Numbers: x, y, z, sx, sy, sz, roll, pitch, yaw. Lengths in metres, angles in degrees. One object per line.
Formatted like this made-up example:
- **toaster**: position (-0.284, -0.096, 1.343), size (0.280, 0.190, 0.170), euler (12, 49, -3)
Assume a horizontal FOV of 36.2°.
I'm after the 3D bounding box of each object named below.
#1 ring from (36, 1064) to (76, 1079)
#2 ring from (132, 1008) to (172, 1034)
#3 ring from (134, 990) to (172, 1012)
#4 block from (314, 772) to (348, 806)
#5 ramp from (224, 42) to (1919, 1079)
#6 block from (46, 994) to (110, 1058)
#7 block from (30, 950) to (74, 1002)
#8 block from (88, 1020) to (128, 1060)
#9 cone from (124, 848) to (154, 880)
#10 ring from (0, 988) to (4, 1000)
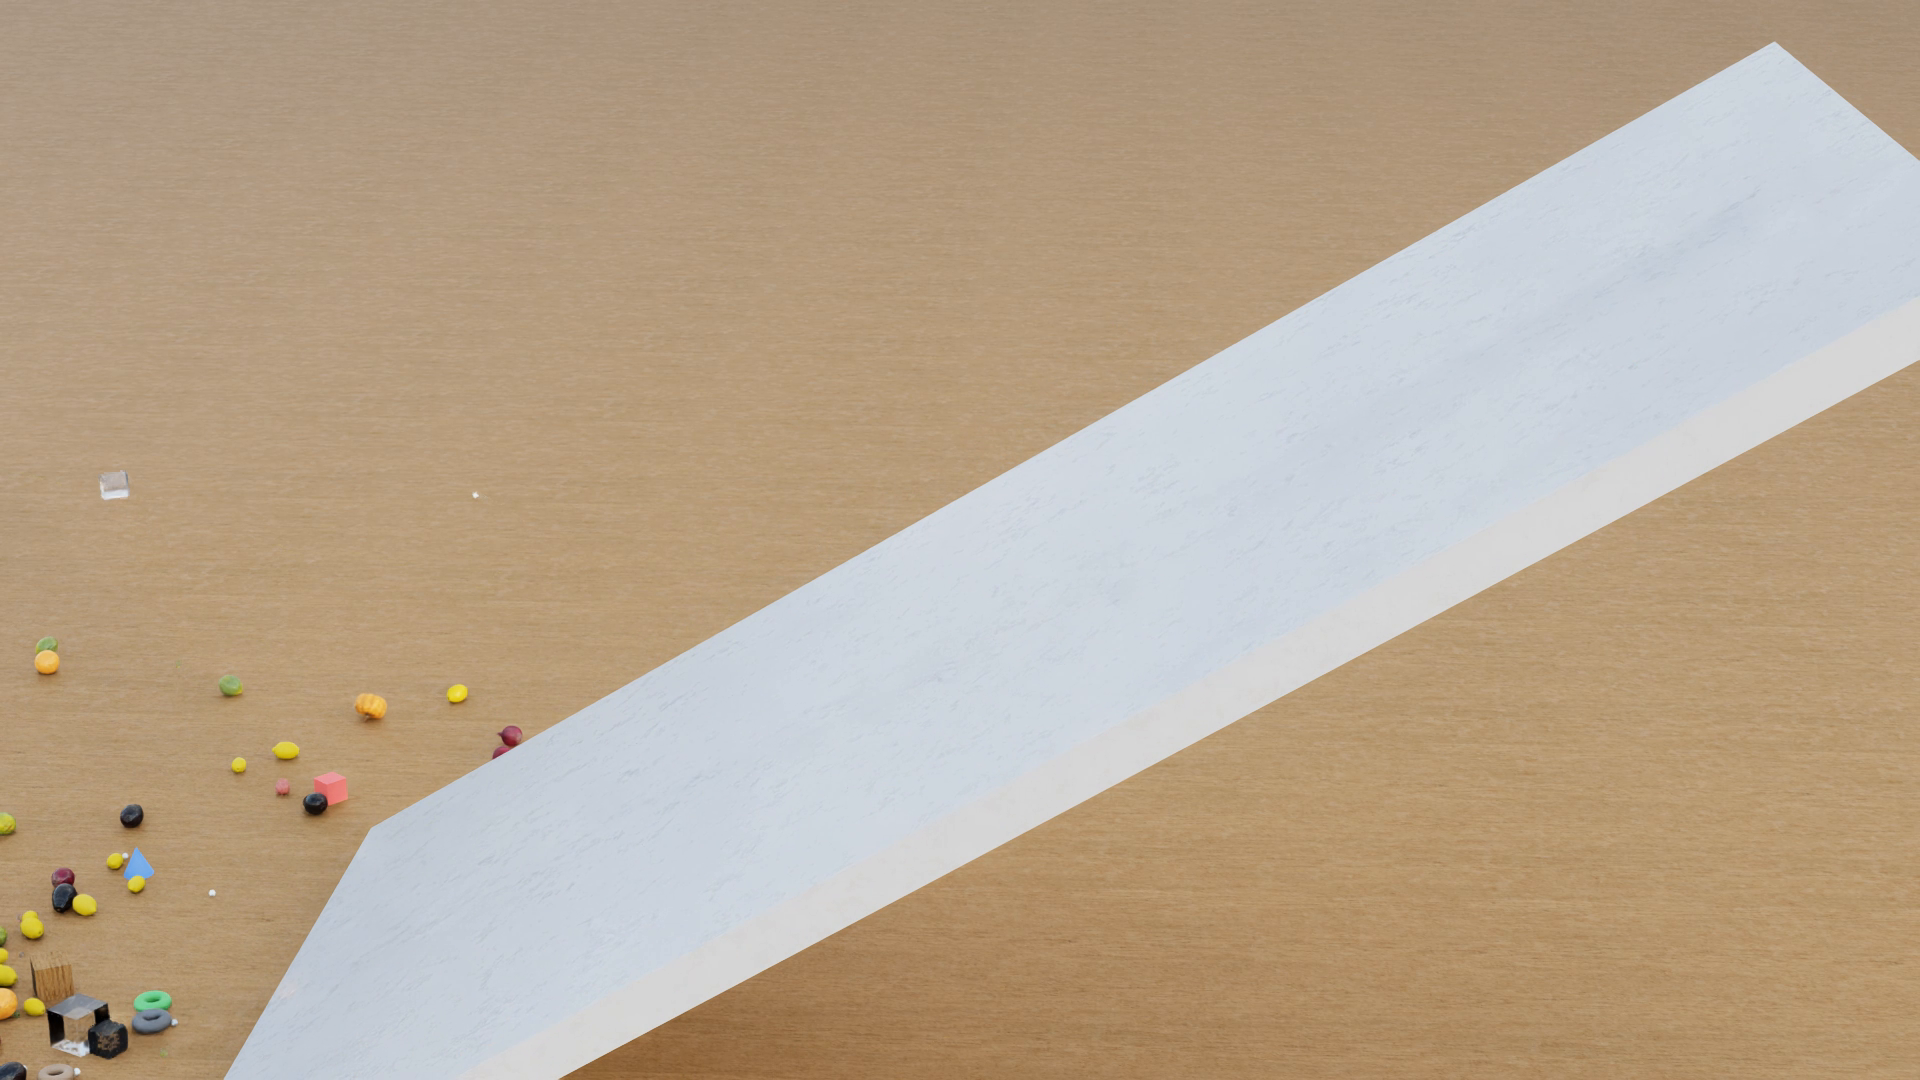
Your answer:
- **ring**: position (-2.022, 1.199, 6.578), size (0.083, 0.028, 0.083), euler (-1, 18, 0)
- **ring**: position (-1.874, 1.115, 6.817), size (0.091, 0.030, 0.091), euler (0, 18, 0)
- **ring**: position (-1.894, 1.086, 6.902), size (0.087, 0.029, 0.087), euler (0, 20, 0)
- **block**: position (-1.717, 0.678, 8.023), size (0.062, 0.062, 0.062), euler (18, 26, 41)
- **ramp**: position (0.142, 0.168, 6.288), size (4.000, 0.100, 2.000), euler (-29, 15, 13)
- **block**: position (-2.015, 1.110, 6.732), size (0.095, 0.095, 0.095), euler (11, 22, 29)
- **block**: position (-2.152, 1.033, 6.970), size (0.084, 0.084, 0.084), euler (-9, 21, -23)
- **block**: position (-1.941, 1.138, 6.703), size (0.060, 0.060, 0.060), euler (11, 22, 28)
- **cone**: position (-2.119, 0.825, 7.579), size (0.077, 0.077, 0.077), euler (0, 19, 0)
- **ring**: position (-2.302, 1.073, 6.938), size (0.087, 0.029, 0.087), euler (1, 19, 0)
